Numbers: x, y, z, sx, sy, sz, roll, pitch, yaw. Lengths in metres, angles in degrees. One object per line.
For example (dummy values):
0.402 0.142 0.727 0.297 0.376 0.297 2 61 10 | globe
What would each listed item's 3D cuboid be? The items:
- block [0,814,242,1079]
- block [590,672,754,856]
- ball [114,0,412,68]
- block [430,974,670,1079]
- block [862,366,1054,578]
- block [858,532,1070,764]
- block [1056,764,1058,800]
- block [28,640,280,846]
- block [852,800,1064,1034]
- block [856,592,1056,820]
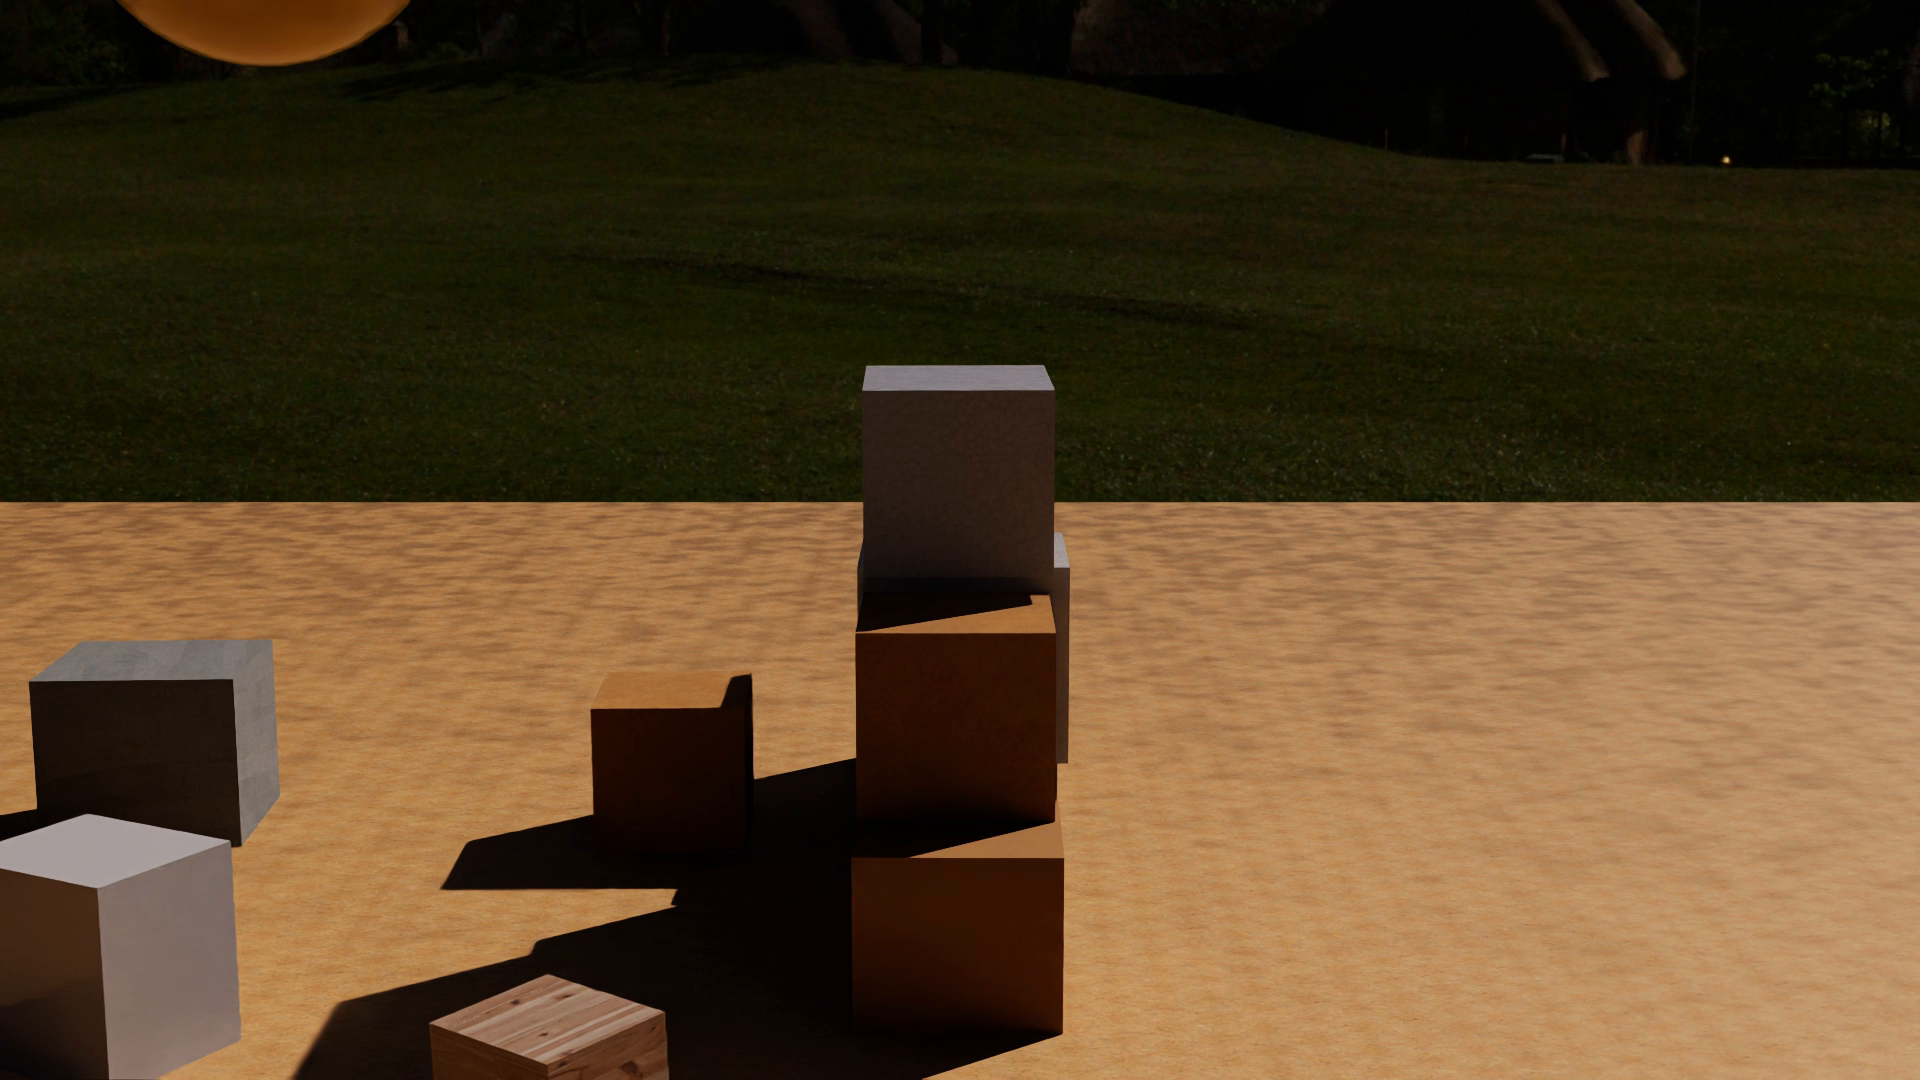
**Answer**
-3.115 1.484 9.275 0.728 0.762 0.630 6 12 28 | block
-1.329 1.031 11.973 0.689 0.687 0.722 0 10 -2 | block
-2.919 -2.780 10.675 1.600 1.600 1.600 0 10 0 | ball
-1.296 1.780 8.167 0.550 0.555 0.498 8 16 38 | block
-0.013 -0.301 10.694 0.766 0.758 0.884 0 10 -1 | block
0.014 0.448 11.014 0.873 0.831 0.818 0 10 0 | block
-0.004 0.923 11.953 0.881 0.908 0.836 0 10 0 | block
-3.784 0.951 12.128 0.914 0.790 0.833 0 10 -3 | block
-0.004 1.429 9.812 0.779 0.678 0.750 0 10 1 | block
-0.016 0.646 10.186 0.761 0.733 0.846 0 9 0 | block
